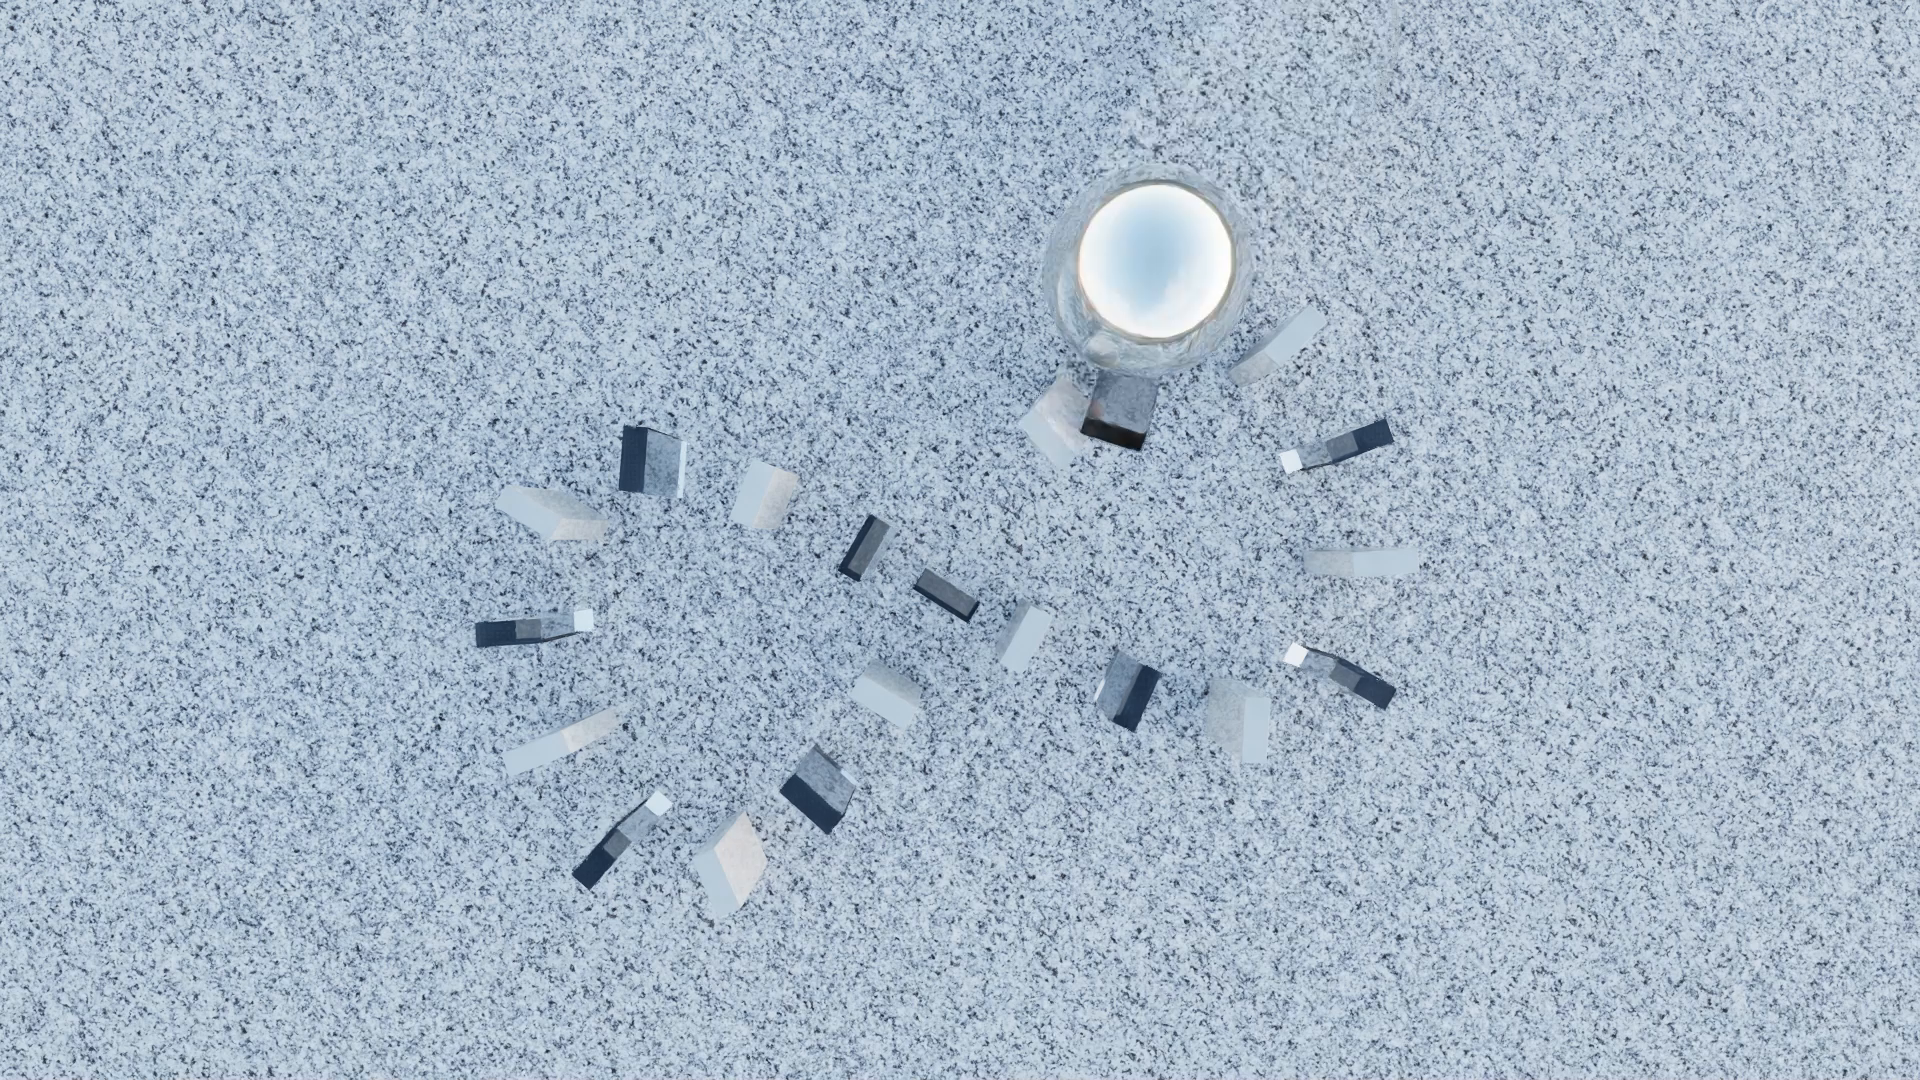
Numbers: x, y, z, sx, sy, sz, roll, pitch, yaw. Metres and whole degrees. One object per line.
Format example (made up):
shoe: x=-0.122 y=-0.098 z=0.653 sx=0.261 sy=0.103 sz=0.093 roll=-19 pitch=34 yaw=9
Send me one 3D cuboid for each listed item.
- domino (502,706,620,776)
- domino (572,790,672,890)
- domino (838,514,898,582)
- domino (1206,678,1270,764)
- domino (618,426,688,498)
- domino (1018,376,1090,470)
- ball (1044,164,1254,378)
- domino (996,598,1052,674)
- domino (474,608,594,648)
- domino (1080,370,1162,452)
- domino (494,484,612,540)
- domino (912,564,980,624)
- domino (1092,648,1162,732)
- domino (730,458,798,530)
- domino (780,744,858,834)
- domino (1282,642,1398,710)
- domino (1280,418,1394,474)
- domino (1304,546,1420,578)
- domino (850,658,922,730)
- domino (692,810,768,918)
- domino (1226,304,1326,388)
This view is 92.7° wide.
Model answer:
domino: x=-0.162 y=0.082 z=0.375 sx=0.025 sy=0.050 sz=0.010 roll=-21 pitch=90 yaw=0
domino: x=-0.137 y=0.122 z=0.375 sx=0.010 sy=0.050 sz=0.025 roll=41 pitch=90 yaw=0
domino: x=-0.037 y=0.003 z=0.375 sx=0.010 sy=0.050 sz=0.025 roll=30 pitch=90 yaw=0
domino: x=0.113 y=0.073 z=0.375 sx=0.010 sy=0.050 sz=0.025 roll=4 pitch=90 yaw=0
domino: x=-0.125 y=-0.031 z=0.375 sx=0.010 sy=0.050 sz=0.025 roll=5 pitch=90 yaw=0
domino: x=0.042 y=-0.049 z=0.375 sx=0.025 sy=0.050 sz=0.010 roll=47 pitch=121 yaw=-5
ball: x=0.073 y=-0.104 z=0.359 sx=0.080 sy=0.080 sz=0.080 roll=0 pitch=90 yaw=0
domino: x=0.025 y=0.038 z=0.375 sx=0.010 sy=0.050 sz=0.025 roll=28 pitch=90 yaw=0
domino: x=-0.173 y=0.036 z=0.375 sx=0.025 sy=0.050 sz=0.010 roll=-4 pitch=90 yaw=0
domino: x=0.068 y=-0.059 z=0.379 sx=0.025 sy=0.010 sz=0.050 roll=18 pitch=48 yaw=5
domino: x=-0.165 y=-0.011 z=0.375 sx=0.025 sy=0.050 sz=0.010 roll=31 pitch=90 yaw=0
domino: x=-0.005 y=0.021 z=0.375 sx=0.025 sy=0.050 sz=0.009 roll=32 pitch=90 yaw=0
domino: x=0.068 y=0.060 z=0.375 sx=0.010 sy=0.050 sz=0.025 roll=25 pitch=90 yaw=0
domino: x=-0.079 y=-0.018 z=0.375 sx=0.009 sy=0.050 sz=0.025 roll=22 pitch=90 yaw=0
domino: x=-0.057 y=0.101 z=0.375 sx=0.025 sy=0.050 sz=0.009 roll=42 pitch=90 yaw=0
domino: x=0.154 y=0.055 z=0.375 sx=0.025 sy=0.050 sz=0.010 roll=29 pitch=90 yaw=0
domino: x=0.153 y=-0.038 z=0.375 sx=0.025 sy=0.050 sz=0.009 roll=-20 pitch=90 yaw=0
domino: x=0.163 y=0.009 z=0.375 sx=0.025 sy=0.050 sz=0.009 roll=-4 pitch=90 yaw=0
domino: x=-0.029 y=0.062 z=0.375 sx=0.025 sy=0.050 sz=0.010 roll=32 pitch=90 yaw=0
domino: x=-0.093 y=0.131 z=0.375 sx=0.009 sy=0.050 sz=0.025 roll=-24 pitch=90 yaw=0
domino: x=0.128 y=-0.078 z=0.375 sx=0.025 sy=0.050 sz=0.009 roll=-44 pitch=90 yaw=0
